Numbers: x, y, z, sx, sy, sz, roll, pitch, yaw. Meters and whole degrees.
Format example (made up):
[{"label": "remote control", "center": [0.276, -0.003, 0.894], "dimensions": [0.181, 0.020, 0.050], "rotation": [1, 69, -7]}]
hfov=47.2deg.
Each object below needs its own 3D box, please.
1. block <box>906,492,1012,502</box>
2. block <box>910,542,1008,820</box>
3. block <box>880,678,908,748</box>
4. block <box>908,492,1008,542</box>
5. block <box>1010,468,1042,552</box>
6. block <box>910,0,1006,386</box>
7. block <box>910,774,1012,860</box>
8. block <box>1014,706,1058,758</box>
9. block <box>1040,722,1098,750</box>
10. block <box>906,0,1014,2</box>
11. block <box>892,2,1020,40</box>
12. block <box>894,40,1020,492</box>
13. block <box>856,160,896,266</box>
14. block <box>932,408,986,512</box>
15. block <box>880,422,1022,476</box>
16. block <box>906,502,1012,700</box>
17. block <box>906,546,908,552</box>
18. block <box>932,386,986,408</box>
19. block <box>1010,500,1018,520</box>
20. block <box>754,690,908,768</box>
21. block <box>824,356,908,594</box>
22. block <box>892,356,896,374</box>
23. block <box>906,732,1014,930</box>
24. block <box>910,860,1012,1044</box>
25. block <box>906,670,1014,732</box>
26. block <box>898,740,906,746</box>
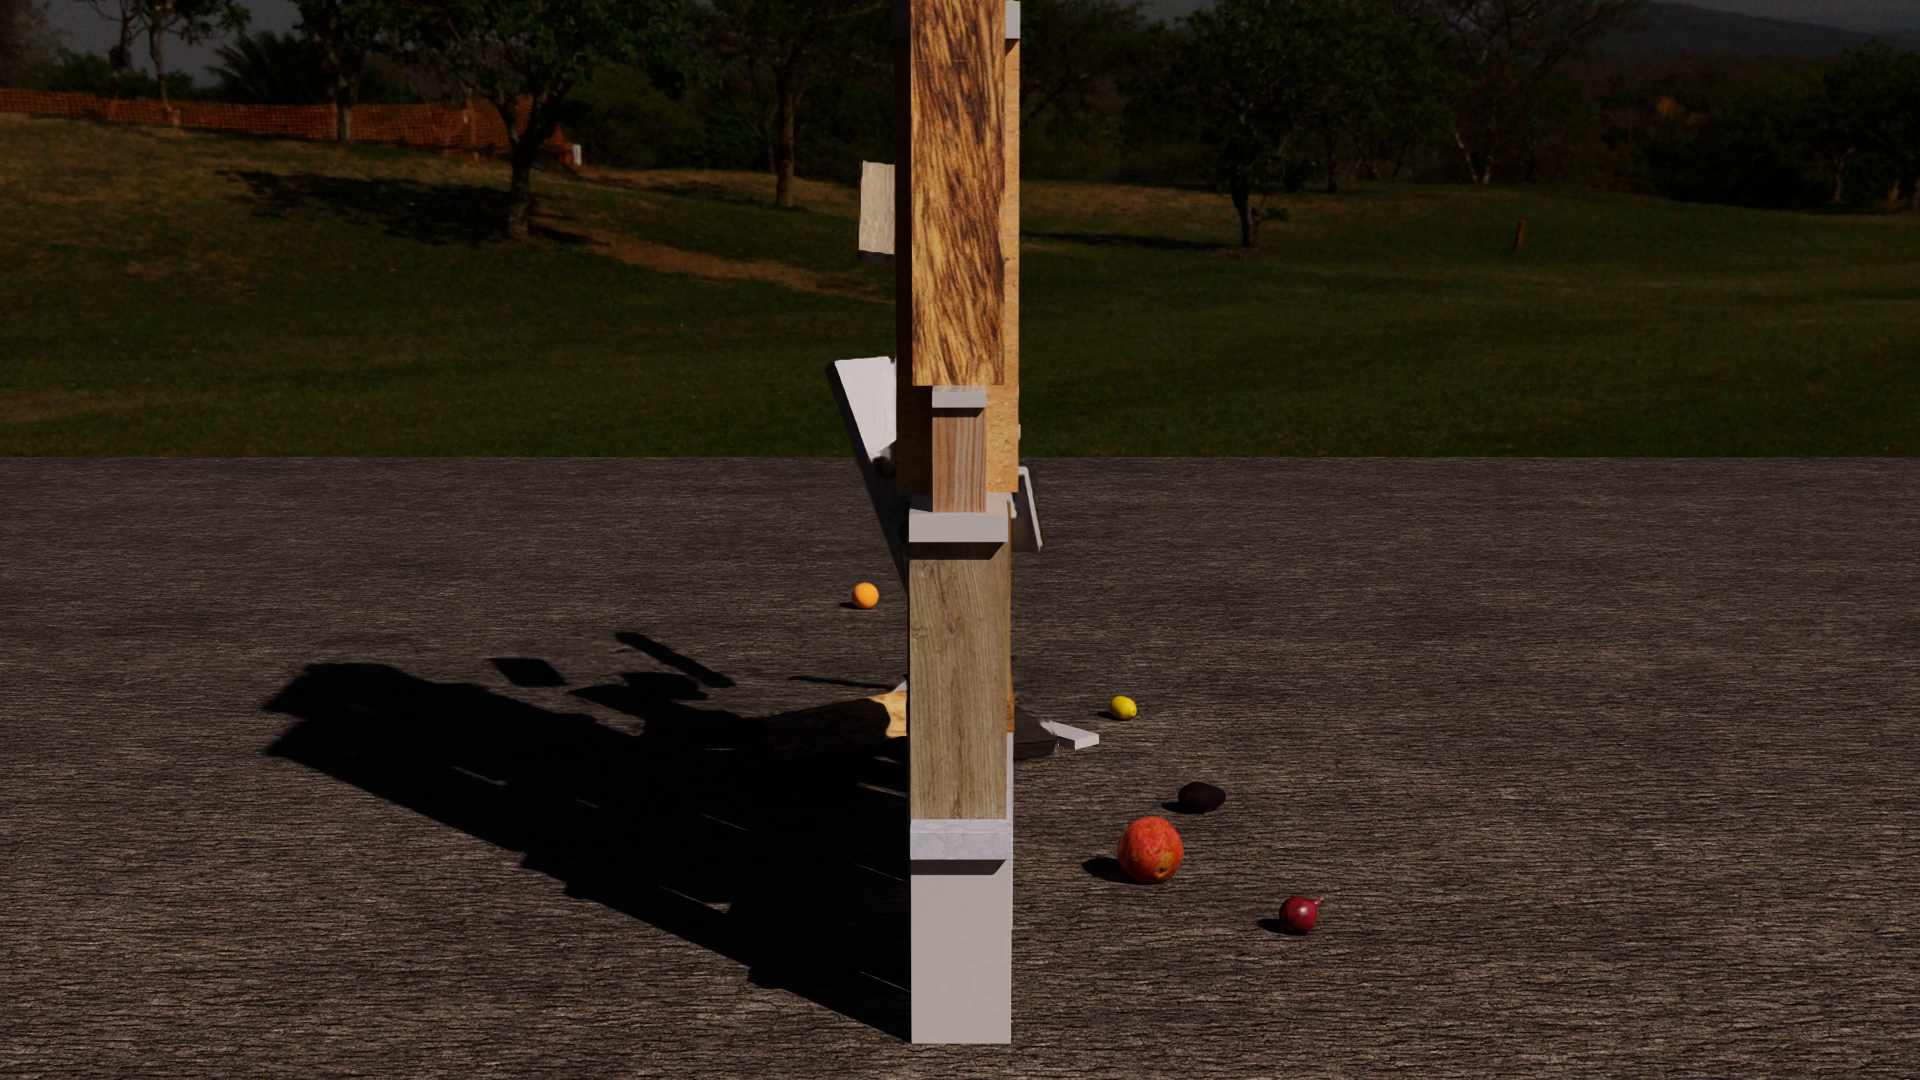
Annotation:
[{"label": "block", "center": [-0.002, -0.110, 3.482], "dimensions": [0.159, 0.045, 0.319], "rotation": [0, 11, 0]}, {"label": "block", "center": [-0.002, 0.189, 3.018], "dimensions": [0.132, 0.394, 0.037], "rotation": [0, 10, 0]}, {"label": "block", "center": [-0.127, 0.356, 4.610], "dimensions": [0.192, 0.027, 0.096], "rotation": [-41, 32, -29]}, {"label": "block", "center": [-0.002, -0.040, 3.066], "dimensions": [0.132, 0.037, 0.265], "rotation": [0, 10, 0]}, {"label": "block", "center": [0.108, -0.063, 4.604], "dimensions": [0.096, 0.192, 0.027], "rotation": [0, 33, 20]}, {"label": "block", "center": [-0.003, -0.586, 2.931], "dimensions": [0.125, 0.760, 0.035], "rotation": [0, 10, -1]}, {"label": "block", "center": [0.002, 0.390, 3.121], "dimensions": [0.139, 0.039, 0.277], "rotation": [0, 11, 0]}, {"label": "block", "center": [0.056, 0.391, 4.423], "dimensions": [0.261, 0.037, 0.131], "rotation": [0, 28, -41]}, {"label": "block", "center": [0.215, 0.408, 4.595], "dimensions": [0.071, 0.020, 0.141], "rotation": [-9, 14, -41]}, {"label": "block", "center": [-0.001, -0.946, 3.134], "dimensions": [0.154, 0.372, 0.044], "rotation": [0, 10, 0]}, {"label": "block", "center": [-0.004, -0.731, 3.129], "dimensions": [0.171, 0.049, 0.343], "rotation": [0, 11, 0]}, {"label": "block", "center": [-0.004, -0.379, 3.078], "dimensions": [0.171, 0.625, 0.049], "rotation": [0, 11, 0]}, {"label": "block", "center": [-0.133, -0.606, 4.088], "dimensions": [0.109, 0.219, 0.031], "rotation": [6, -33, -8]}, {"label": "block", "center": [-0.001, -0.109, 2.945], "dimensions": [0.072, 0.143, 0.020], "rotation": [0, 10, 0]}, {"label": "block", "center": [-0.022, -0.172, 3.980], "dimensions": [0.172, 0.049, 0.345], "rotation": [-8, -4, -15]}, {"label": "block", "center": [-0.002, 0.088, 3.411], "dimensions": [0.159, 0.319, 0.045], "rotation": [0, 11, 0]}, {"label": "block", "center": [-0.008, -0.242, 3.685], "dimensions": [0.164, 0.522, 0.047], "rotation": [0, 8, -1]}, {"label": "block", "center": [-0.001, -0.198, 2.977], "dimensions": [0.072, 0.020, 0.143], "rotation": [0, 10, 0]}, {"label": "block", "center": [0.019, -0.124, 3.791], "dimensions": [0.109, 0.219, 0.031], "rotation": [-21, 21, -18]}, {"label": "block", "center": [-0.147, 0.361, 4.459], "dimensions": [0.636, 0.096, 0.027], "rotation": [-7, -23, -44]}, {"label": "block", "center": [-0.120, -0.127, 4.169], "dimensions": [0.131, 0.469, 0.037], "rotation": [-9, -19, -38]}, {"label": "block", "center": [-0.094, -0.278, 4.319], "dimensions": [0.130, 0.261, 0.037], "rotation": [25, 5, -10]}, {"label": "block", "center": [0.000, 0.452, 3.496], "dimensions": [0.167, 0.334, 0.047], "rotation": [0, 11, 0]}, {"label": "block", "center": [0.002, 0.562, 3.059], "dimensions": [0.139, 0.277, 0.039], "rotation": [0, 11, 0]}, {"label": "block", "center": [0.000, 0.245, 3.571], "dimensions": [0.167, 0.047, 0.334], "rotation": [0, 11, 0]}, {"label": "block", "center": [-0.079, 0.401, 4.616], "dimensions": [0.071, 0.020, 0.141], "rotation": [2, 12, 12]}]
